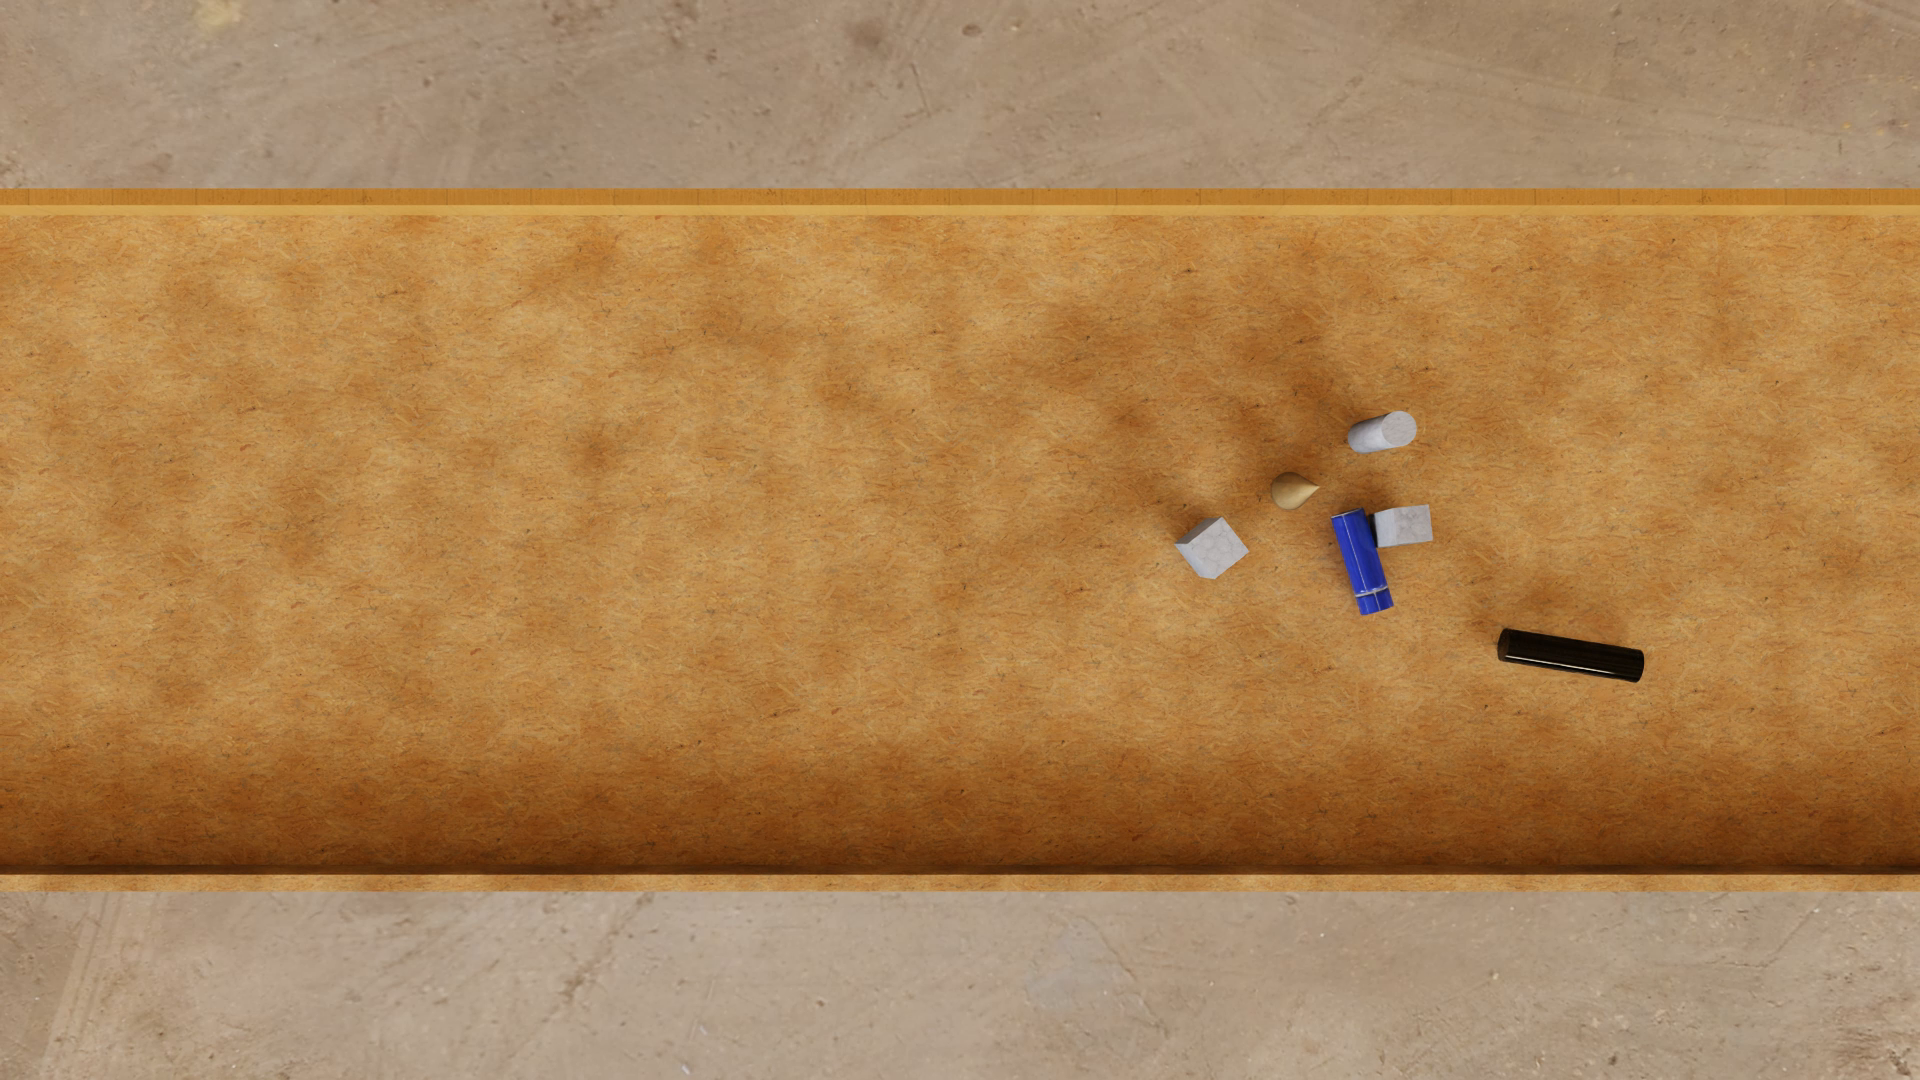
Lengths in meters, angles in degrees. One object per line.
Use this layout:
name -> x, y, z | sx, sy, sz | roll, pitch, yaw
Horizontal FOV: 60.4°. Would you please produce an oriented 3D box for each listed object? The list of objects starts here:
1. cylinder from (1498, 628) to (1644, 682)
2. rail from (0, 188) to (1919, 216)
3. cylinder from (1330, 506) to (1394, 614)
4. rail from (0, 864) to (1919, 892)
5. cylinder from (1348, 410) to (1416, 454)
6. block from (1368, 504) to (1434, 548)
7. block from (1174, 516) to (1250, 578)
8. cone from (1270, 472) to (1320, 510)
cylinder -> 1.859, 0.352, 5.025 | 0.412, 0.103, 0.103 | 9, 90, 0
rail -> -2.247, -1.025, 5.002 | 12.000, 0.150, 0.050 | 0, 90, 0
cylinder -> 1.225, 0.064, 5.025 | 0.103, 0.103, 0.313 | -17, 90, 0
rail -> -2.247, 1.025, 5.001 | 12.000, 0.150, 0.050 | 0, 90, 0
cylinder -> 1.243, -0.315, 4.872 | 0.101, 0.408, 0.101 | 0, 90, 0
block -> 1.309, -0.038, 4.909 | 0.104, 0.327, 0.104 | -6, 87, 2
block -> 0.748, 0.023, 4.925 | 0.129, 0.303, 0.129 | -38, 90, 0
cone -> 1.015, -0.151, 4.860 | 0.118, 0.433, 0.118 | 0, 90, 0
